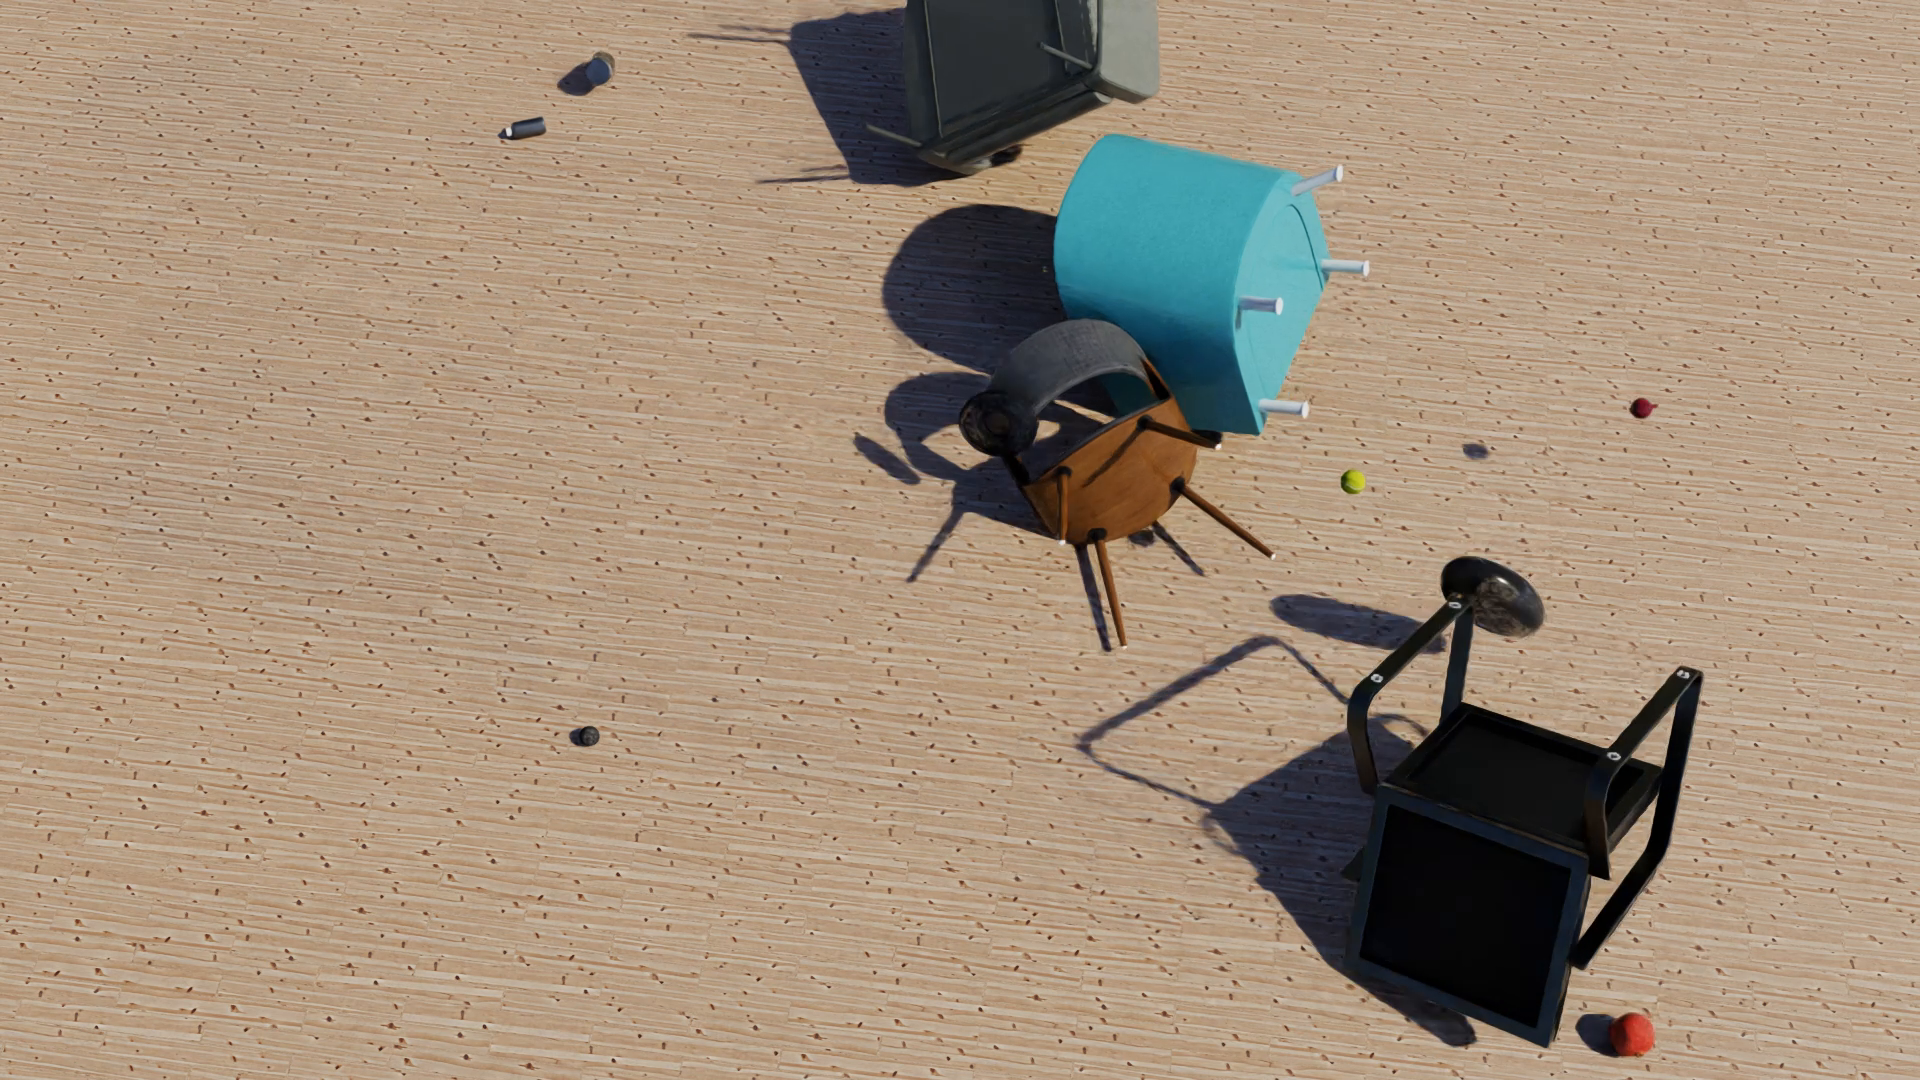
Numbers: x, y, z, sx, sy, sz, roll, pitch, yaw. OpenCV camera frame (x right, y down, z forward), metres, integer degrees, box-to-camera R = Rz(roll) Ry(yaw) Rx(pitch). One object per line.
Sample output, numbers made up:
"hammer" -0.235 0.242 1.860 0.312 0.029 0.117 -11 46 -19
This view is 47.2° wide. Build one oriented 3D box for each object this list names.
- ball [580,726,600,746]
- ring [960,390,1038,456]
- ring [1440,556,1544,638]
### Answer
"ball" -1.040 0.550 6.171 0.057 0.057 0.057 0 56 0
"ring" 0.110 -0.337 6.355 0.276 0.201 0.043 -5 18 38
"ring" 1.467 0.159 6.060 0.262 0.375 0.104 4 64 45
